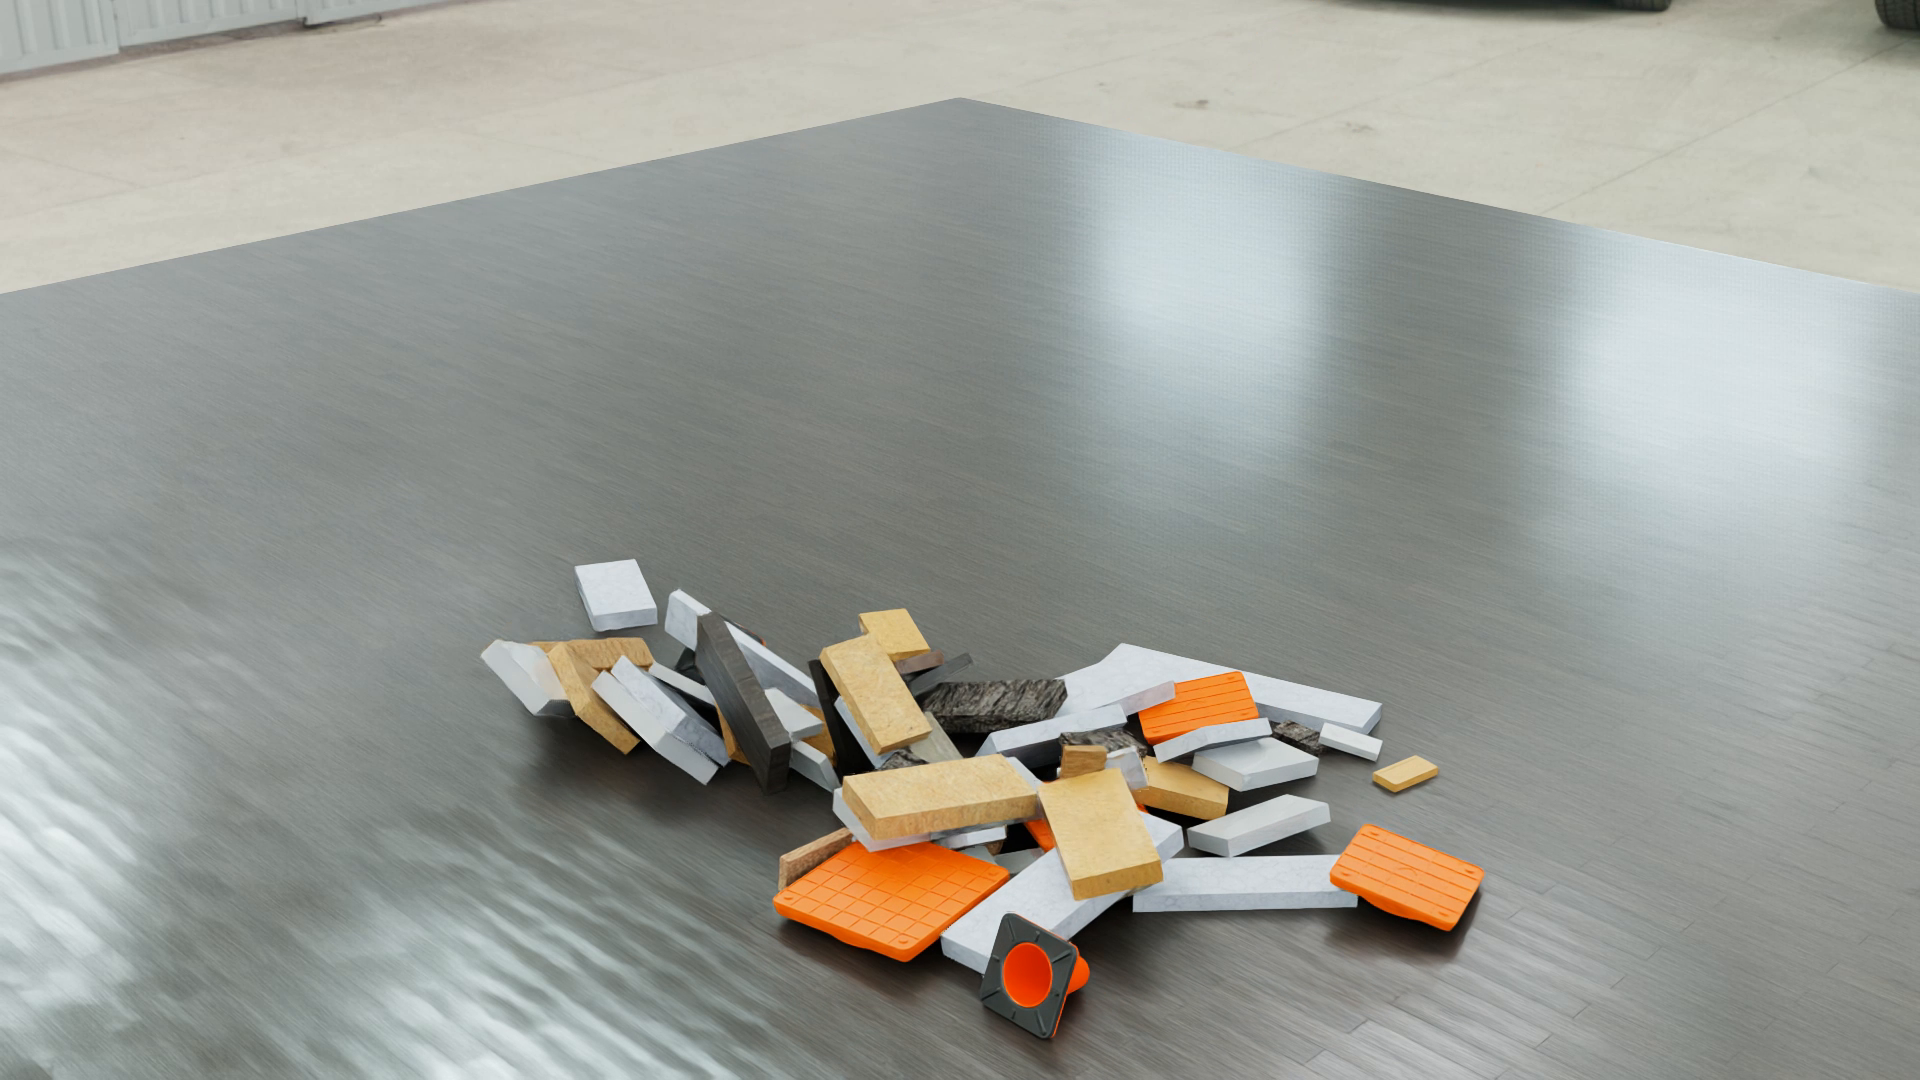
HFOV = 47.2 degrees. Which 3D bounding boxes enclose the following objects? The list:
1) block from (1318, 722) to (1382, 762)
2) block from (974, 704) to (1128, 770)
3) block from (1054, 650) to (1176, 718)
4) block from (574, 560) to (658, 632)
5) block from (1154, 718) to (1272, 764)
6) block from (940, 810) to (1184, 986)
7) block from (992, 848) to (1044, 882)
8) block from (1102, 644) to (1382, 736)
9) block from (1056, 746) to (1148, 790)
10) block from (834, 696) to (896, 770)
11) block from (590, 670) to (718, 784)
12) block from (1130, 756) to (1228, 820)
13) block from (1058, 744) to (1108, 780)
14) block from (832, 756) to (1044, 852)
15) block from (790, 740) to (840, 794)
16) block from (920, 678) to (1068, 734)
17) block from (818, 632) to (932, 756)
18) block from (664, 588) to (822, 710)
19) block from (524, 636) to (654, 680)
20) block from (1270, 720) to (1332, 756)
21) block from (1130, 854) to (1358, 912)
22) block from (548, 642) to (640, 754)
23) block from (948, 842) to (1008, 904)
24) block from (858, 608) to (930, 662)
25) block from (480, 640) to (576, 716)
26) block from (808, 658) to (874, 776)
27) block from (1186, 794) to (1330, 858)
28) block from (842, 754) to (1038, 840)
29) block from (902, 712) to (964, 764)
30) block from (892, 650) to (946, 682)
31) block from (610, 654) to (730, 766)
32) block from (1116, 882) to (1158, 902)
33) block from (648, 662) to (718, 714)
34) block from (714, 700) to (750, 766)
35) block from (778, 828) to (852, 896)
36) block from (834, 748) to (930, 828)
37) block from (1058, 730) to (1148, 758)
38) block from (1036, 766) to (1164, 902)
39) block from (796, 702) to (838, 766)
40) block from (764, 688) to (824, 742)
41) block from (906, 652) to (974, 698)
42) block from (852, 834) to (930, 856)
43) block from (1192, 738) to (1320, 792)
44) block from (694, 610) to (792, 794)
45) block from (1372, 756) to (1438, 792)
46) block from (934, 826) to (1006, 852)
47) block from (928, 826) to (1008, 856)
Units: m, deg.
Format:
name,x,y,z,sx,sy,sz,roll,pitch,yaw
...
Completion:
name,x,y,z,sx,sy,sz,roll,pitch,yaw
block,0.833,0.431,4.692,0.128,0.018,0.064,18,27,12
block,0.184,0.422,4.582,0.302,0.151,0.043,-11,64,-23
block,0.285,0.345,4.824,0.332,0.047,0.166,-18,28,-19
block,-0.845,0.134,5.391,0.152,0.043,0.304,-7,24,-16
block,0.526,0.414,4.557,0.129,0.036,0.257,-26,-15,35
block,0.193,0.645,4.055,0.166,0.047,0.488,16,37,43
block,0.100,0.632,4.245,0.146,0.021,0.073,-8,24,-18
block,0.619,0.337,4.919,0.629,0.036,0.129,12,26,27
block,0.282,0.470,4.362,0.164,0.082,0.023,-17,18,10
block,-0.141,0.413,4.554,0.126,0.036,0.252,-20,68,-39
block,-0.647,0.394,4.642,0.046,0.163,0.326,-52,38,-4
block,0.379,0.487,4.463,0.329,0.043,0.151,13,18,5
block,0.234,0.480,4.287,0.082,0.164,0.023,3,20,-10
block,-0.030,0.516,4.316,0.402,0.048,0.168,-7,25,-27
block,-0.323,0.456,4.571,0.025,0.087,0.175,-40,40,-24
block,0.066,0.359,4.758,0.301,0.043,0.151,-4,24,26
block,-0.175,0.316,4.528,0.126,0.036,0.252,-16,62,-33
block,-0.454,0.274,4.811,0.496,0.104,0.029,32,38,25
block,-0.859,0.279,5.008,0.304,0.043,0.152,-2,22,-21
block,0.738,0.426,4.733,0.064,0.018,0.128,-21,31,-40
block,0.533,0.652,4.178,0.423,0.036,0.128,-1,23,-2
block,-0.797,0.341,4.774,0.043,0.152,0.304,-45,31,0
block,0.037,0.635,4.187,0.073,0.021,0.146,-18,30,-12
block,-0.156,0.229,5.180,0.115,0.033,0.230,-6,24,-14
block,-0.903,0.297,4.685,0.168,0.048,0.337,47,-1,7
block,-0.224,0.354,4.615,0.126,0.252,0.036,-20,5,-39
block,0.590,0.563,4.341,0.257,0.036,0.128,-14,10,-30
block,-0.039,0.494,4.243,0.337,0.048,0.168,-6,25,-24
block,-0.050,0.452,4.523,0.099,0.028,0.199,-20,64,-38
block,-0.132,0.291,4.874,0.115,0.033,0.230,-13,-7,-25
block,-0.616,0.365,4.711,0.046,0.163,0.326,-52,38,-4
block,0.234,0.647,4.129,0.257,0.036,0.128,-21,28,-20
block,-0.584,0.335,4.842,0.208,0.104,0.029,21,75,37
block,-0.462,0.405,4.655,0.087,0.025,0.175,26,27,-34
block,-0.276,0.615,4.207,0.159,0.080,0.023,-20,38,-39
block,-0.149,0.510,4.417,0.099,0.028,0.199,21,56,42
block,0.293,0.421,4.505,0.164,0.023,0.082,1,20,-29
block,0.258,0.547,4.120,0.166,0.047,0.332,-13,26,-4
block,-0.339,0.404,4.679,0.208,0.104,0.029,14,-9,30
block,-0.374,0.367,4.619,0.087,0.025,0.175,-15,31,-37
block,-0.086,0.318,4.881,0.230,0.033,0.115,-26,-2,-43
block,-0.138,0.570,4.320,0.159,0.023,0.080,7,62,9
block,0.613,0.463,4.550,0.257,0.036,0.129,-5,20,-45
block,-0.452,0.334,4.556,0.046,0.163,0.364,-18,55,-23
block,0.930,0.487,4.589,0.128,0.018,0.064,-16,28,-33
block,0.018,0.572,4.206,0.080,0.023,0.159,-7,-8,-25
block,0.014,0.579,4.319,0.146,0.021,0.073,11,57,20
